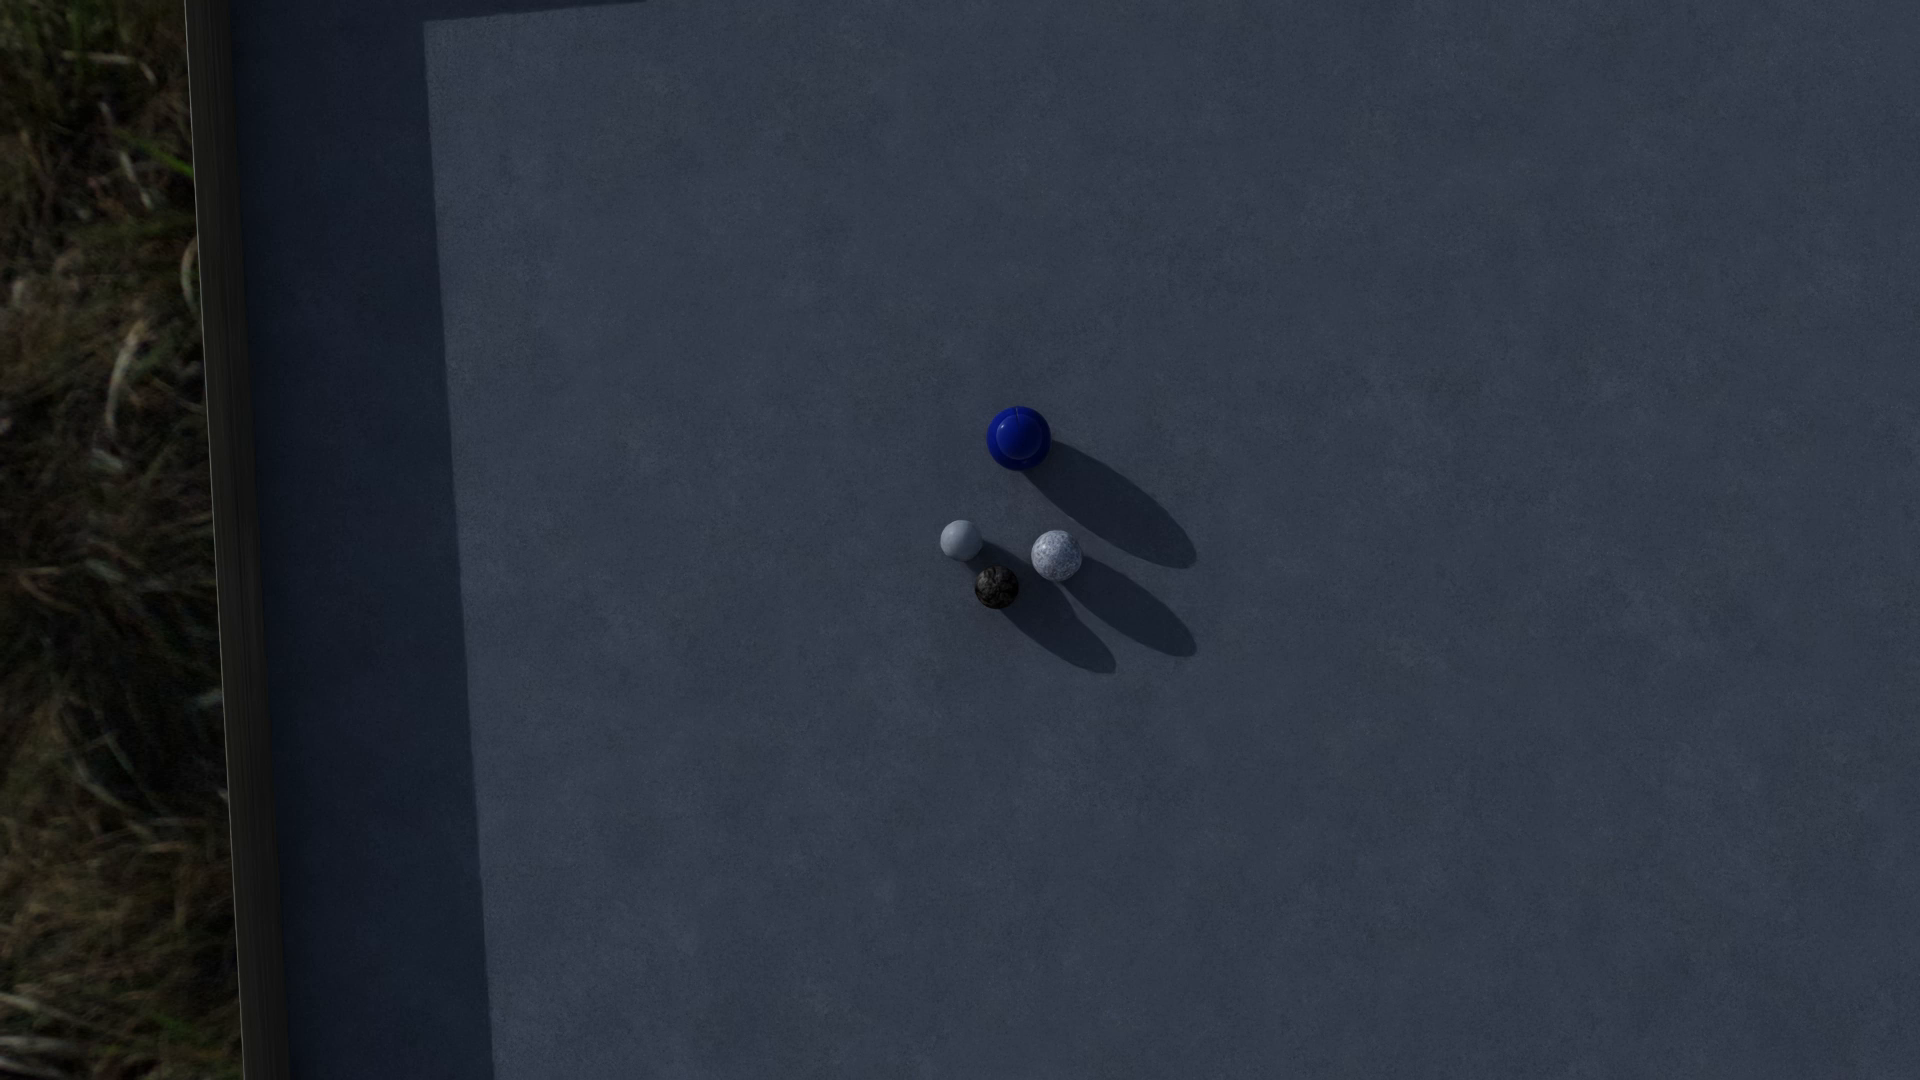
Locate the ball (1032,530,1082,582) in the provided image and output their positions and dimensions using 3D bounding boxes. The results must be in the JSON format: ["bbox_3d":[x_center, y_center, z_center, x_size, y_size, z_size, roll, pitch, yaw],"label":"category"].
[{"bbox_3d":[0.143,0.023,3.249,0.076,0.076,0.076,0,84,0],"label":"ball"}]

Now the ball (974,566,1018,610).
[{"bbox_3d":[0.054,0.070,3.249,0.065,0.065,0.065,0,84,0],"label":"ball"}]

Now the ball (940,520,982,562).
[{"bbox_3d":[0.002,0.001,3.258,0.062,0.062,0.062,0,84,0],"label":"ball"}]

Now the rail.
[{"bbox_3d":[-1.041,0.093,3.214,0.045,0.126,2.293,-5,84,-1],"label":"rail"}]

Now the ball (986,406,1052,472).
[{"bbox_3d":[0.087,-0.150,3.257,0.097,0.097,0.097,0,84,0],"label":"ball"}]
